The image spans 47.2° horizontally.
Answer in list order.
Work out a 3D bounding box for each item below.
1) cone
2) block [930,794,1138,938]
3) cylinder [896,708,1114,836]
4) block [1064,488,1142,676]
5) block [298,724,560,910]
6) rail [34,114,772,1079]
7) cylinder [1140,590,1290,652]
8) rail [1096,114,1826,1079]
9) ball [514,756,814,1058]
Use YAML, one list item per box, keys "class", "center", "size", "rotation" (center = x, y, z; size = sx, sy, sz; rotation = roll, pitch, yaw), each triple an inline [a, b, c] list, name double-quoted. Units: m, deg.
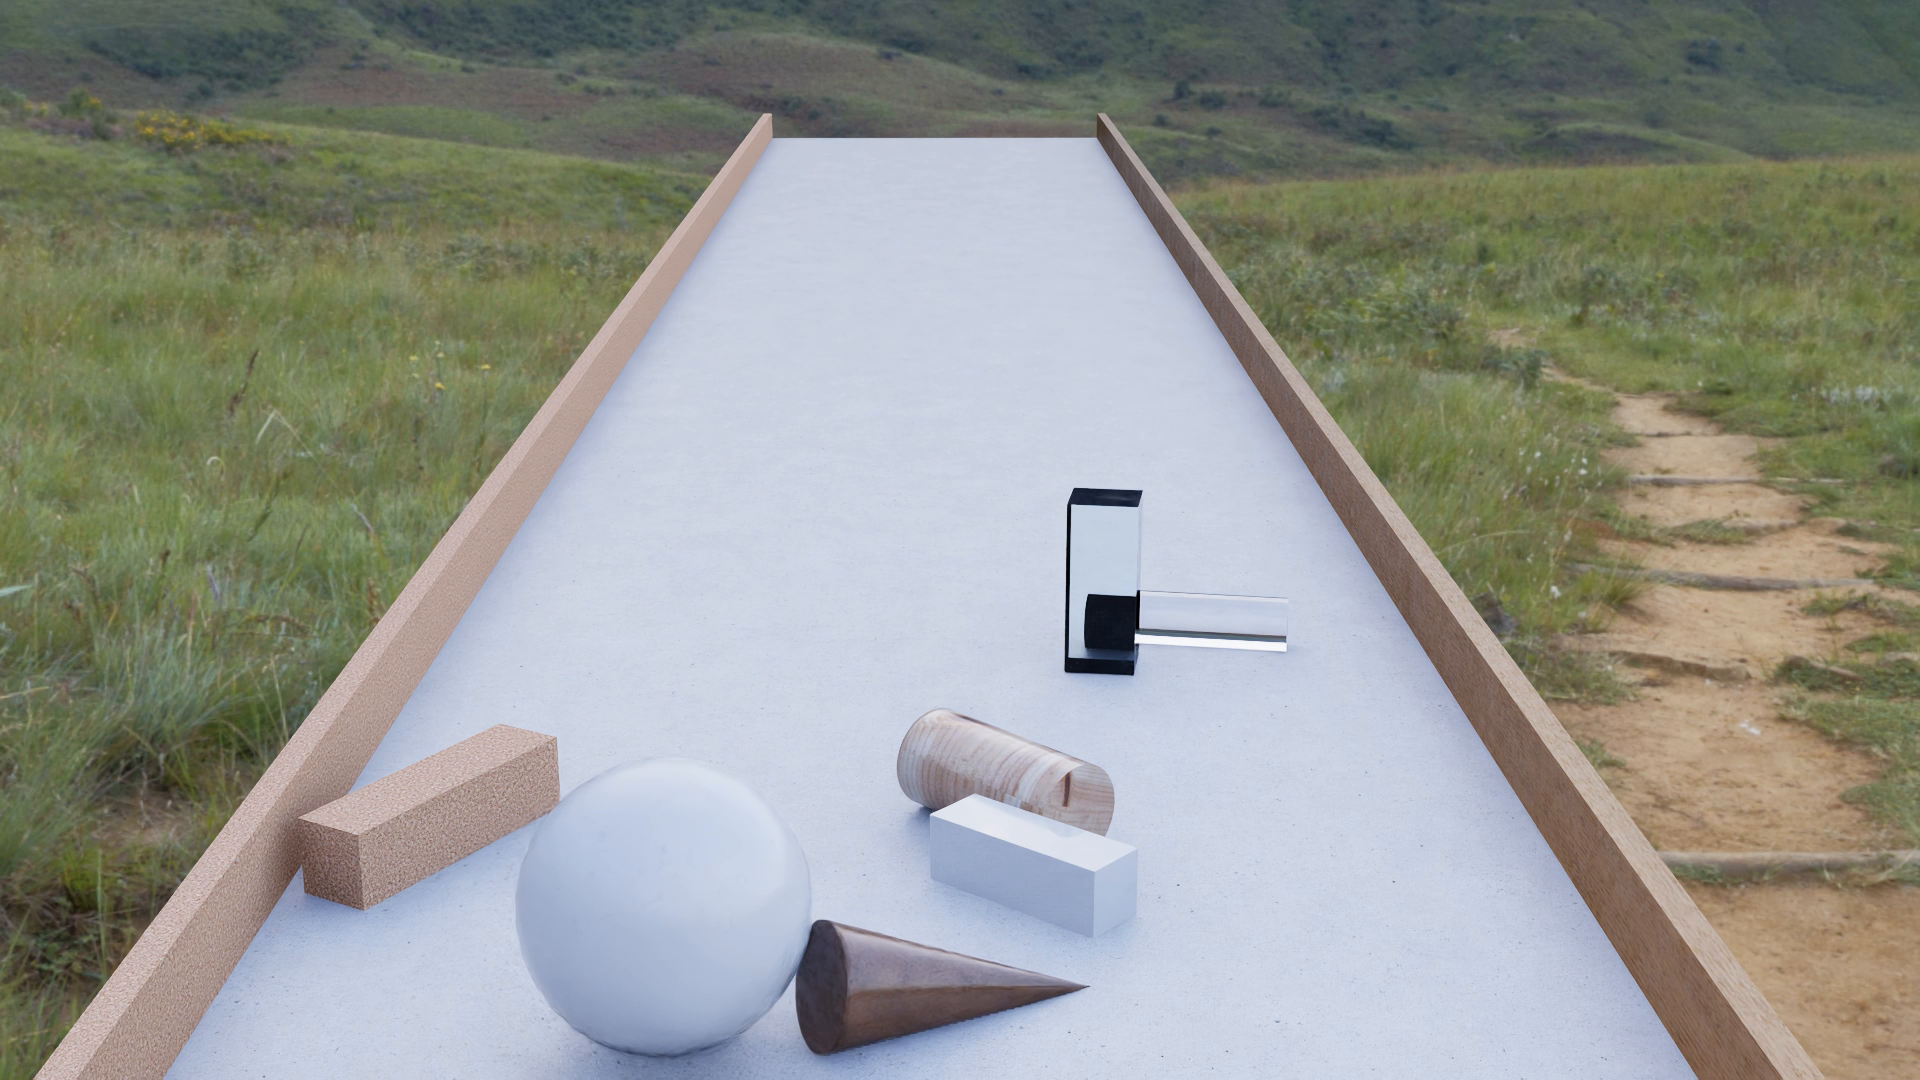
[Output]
- class: "cone"
  center: [0.000, 0.612, 3.015]
  size: [0.415, 0.177, 0.177]
  rotation: [6, 13, -26]
- class: "block"
  center: [0.110, 0.496, 3.370]
  size: [0.319, 0.108, 0.108]
  rotation: [14, 21, 38]
- class: "cylinder"
  center: [0.071, 0.399, 3.591]
  size: [0.167, 0.167, 0.340]
  rotation: [-15, 22, -41]
- class: "block"
  center: [0.284, 0.081, 4.352]
  size: [0.138, 0.341, 0.138]
  rotation: [2, 15, 8]
- class: "block"
  center: [-0.843, 0.437, 3.537]
  size: [0.125, 0.125, 0.457]
  rotation: [9, 19, 29]
- class: "rail"
  center: [-1.118, -0.838, 7.780]
  size: [0.050, 0.150, 12.000]
  rotation: [0, 17, -1]
- class: "cylinder"
  center: [0.465, 0.162, 4.489]
  size: [0.404, 0.110, 0.110]
  rotation: [3, 17, 9]
- class: "rail"
  center: [0.932, -0.844, 7.801]
  size: [0.050, 0.150, 12.000]
  rotation: [0, 17, -1]
- class: "ball"
  center: [-0.390, 0.484, 2.912]
  size: [0.393, 0.393, 0.393]
  rotation: [0, 17, 0]
